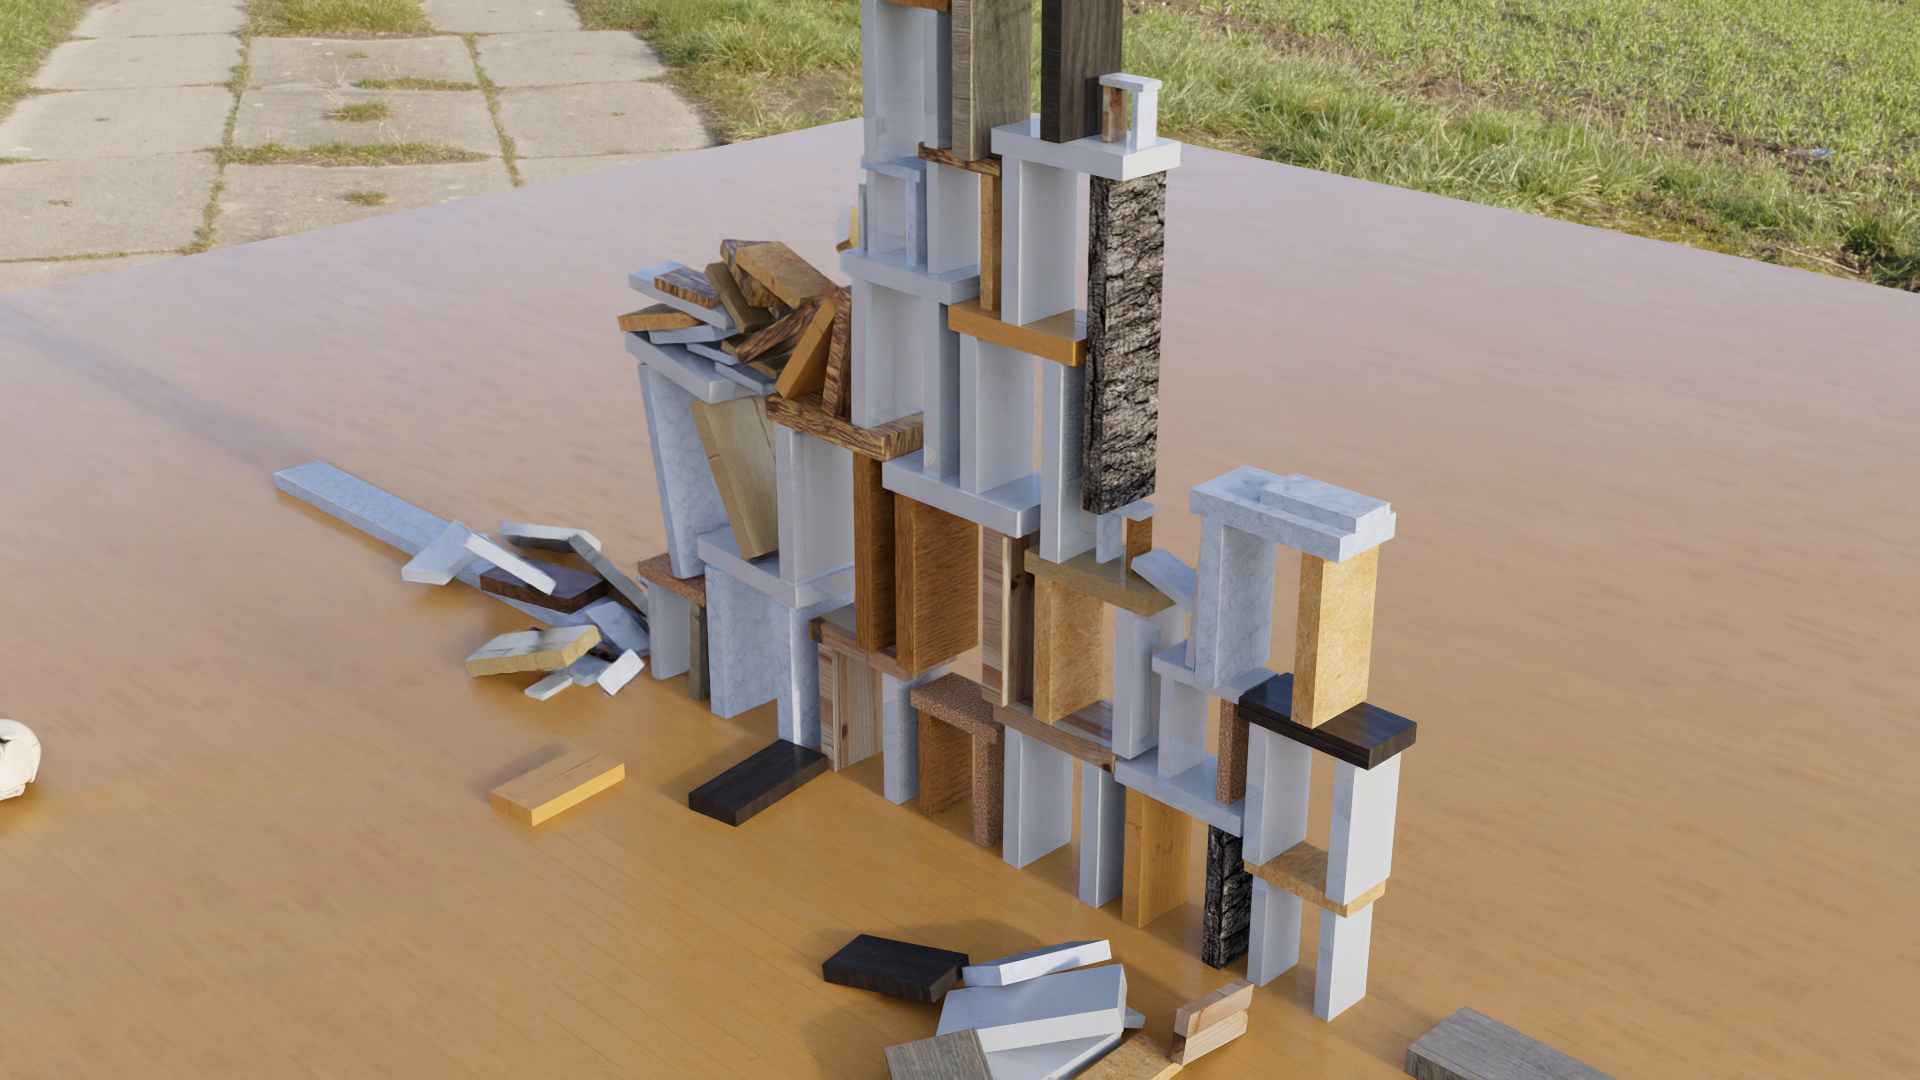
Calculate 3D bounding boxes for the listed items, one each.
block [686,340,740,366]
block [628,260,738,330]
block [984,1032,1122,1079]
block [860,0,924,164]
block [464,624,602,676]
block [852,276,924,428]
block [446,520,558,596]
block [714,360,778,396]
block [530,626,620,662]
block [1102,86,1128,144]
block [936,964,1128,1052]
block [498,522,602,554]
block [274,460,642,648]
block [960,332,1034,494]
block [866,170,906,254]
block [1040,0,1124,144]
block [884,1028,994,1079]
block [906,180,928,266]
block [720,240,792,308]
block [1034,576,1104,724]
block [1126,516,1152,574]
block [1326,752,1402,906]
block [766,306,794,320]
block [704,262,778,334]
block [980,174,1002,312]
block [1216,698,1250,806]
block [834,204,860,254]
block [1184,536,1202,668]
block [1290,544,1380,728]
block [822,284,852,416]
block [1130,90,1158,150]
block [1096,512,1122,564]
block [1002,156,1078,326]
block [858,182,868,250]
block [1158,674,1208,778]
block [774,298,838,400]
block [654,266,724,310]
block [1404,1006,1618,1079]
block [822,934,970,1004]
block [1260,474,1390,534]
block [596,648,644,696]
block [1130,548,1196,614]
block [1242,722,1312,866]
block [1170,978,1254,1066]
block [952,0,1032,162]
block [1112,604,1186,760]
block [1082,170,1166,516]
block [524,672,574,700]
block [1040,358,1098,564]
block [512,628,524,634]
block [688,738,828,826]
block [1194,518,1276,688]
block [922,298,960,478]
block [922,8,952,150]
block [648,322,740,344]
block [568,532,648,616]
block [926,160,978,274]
[{"bbox_3d":[-0.496,-0.402,4.623,0.080,0.023,0.159,-19,28,-38],"label":"block"},{"bbox_3d":[-0.549,-0.515,4.612,0.321,0.033,0.116,26,37,38],"label":"block"},{"bbox_3d":[0.129,0.867,3.674,0.292,0.034,0.118,-21,31,-41],"label":"block"},{"bbox_3d":[-0.121,-0.842,3.997,0.121,0.296,0.034,-21,30,-40],"label":"block"},{"bbox_3d":[-0.971,0.251,4.996,0.282,0.040,0.141,-7,20,29],"label":"block"},{"bbox_3d":[-0.139,-0.374,4.223,0.148,0.296,0.042,-21,32,-40],"label":"block"},{"bbox_3d":[-1.083,0.041,5.202,0.252,0.036,0.126,35,-5,-36],"label":"block"},{"bbox_3d":[-0.428,-0.345,4.562,0.080,0.023,0.159,-20,35,-39],"label":"block"},{"bbox_3d":[-0.885,0.248,5.114,0.268,0.017,0.061,15,-8,32],"label":"block"},{"bbox_3d":[0.257,-0.709,3.647,0.013,0.095,0.047,21,31,40],"label":"block"},{"bbox_3d":[0.123,0.795,3.715,0.310,0.044,0.155,-11,15,10],"label":"block"},{"bbox_3d":[-1.052,-0.004,5.644,0.232,0.033,0.116,6,-16,13],"label":"block"},{"bbox_3d":[-1.328,0.015,5.674,1.471,0.040,0.141,21,31,40],"label":"block"},{"bbox_3d":[0.068,-0.249,4.042,0.043,0.302,0.151,21,31,41],"label":"block"},{"bbox_3d":[-0.137,-0.620,4.112,0.079,0.158,0.022,-21,31,-40],"label":"block"},{"bbox_3d":[0.203,-0.825,3.647,0.044,0.308,0.154,21,31,40],"label":"block"},{"bbox_3d":[-0.014,0.910,3.503,0.155,0.044,0.310,-11,29,-8],"label":"block"},{"bbox_3d":[-0.061,-0.590,4.044,0.022,0.158,0.079,21,31,40],"label":"block"},{"bbox_3d":[-0.405,-0.544,4.483,0.109,0.031,0.219,-1,36,-25],"label":"block"},{"bbox_3d":[0.202,0.182,4.083,0.041,0.291,0.145,21,31,40],"label":"block"},{"bbox_3d":[0.317,0.004,3.892,0.015,0.104,0.052,21,31,40],"label":"block"},{"bbox_3d":[0.676,0.466,3.682,0.038,0.267,0.134,21,31,40],"label":"block"},{"bbox_3d":[-0.373,-0.494,4.471,0.063,0.018,0.162,-5,36,-30],"label":"block"},{"bbox_3d":[-0.445,-0.500,4.506,0.087,0.025,0.174,-14,60,-35],"label":"block"},{"bbox_3d":[0.083,-0.539,3.915,0.029,0.245,0.103,21,31,40],"label":"block"},{"bbox_3d":[0.493,0.353,3.836,0.028,0.200,0.100,21,31,41],"label":"block"},{"bbox_3d":[-0.204,-0.582,4.374,0.031,0.109,0.237,-27,23,11],"label":"block"},{"bbox_3d":[0.435,0.090,3.780,0.076,0.270,0.021,-20,35,-38],"label":"block"},{"bbox_3d":[0.616,0.143,3.613,0.152,0.304,0.043,-21,31,-40],"label":"block"},{"bbox_3d":[-0.191,-0.377,4.268,0.131,0.265,0.037,-21,44,-40],"label":"block"},{"bbox_3d":[0.302,-0.692,3.606,0.047,0.095,0.013,-21,31,-40],"label":"block"},{"bbox_3d":[0.268,-0.015,3.935,0.015,0.104,0.052,21,31,40],"label":"block"},{"bbox_3d":[0.139,-0.535,3.843,0.042,0.295,0.148,21,31,40],"label":"block"},{"bbox_3d":[-0.159,-0.612,4.134,0.063,0.126,0.018,-13,27,-28],"label":"block"},{"bbox_3d":[0.399,0.316,3.923,0.100,0.200,0.028,-21,31,-41],"label":"block"},{"bbox_3d":[-0.259,-0.386,4.336,0.131,0.261,0.037,-21,68,-40],"label":"block"},{"bbox_3d":[-0.545,-0.524,4.569,0.174,0.025,0.087,24,36,35],"label":"block"},{"bbox_3d":[1.319,1.044,3.238,0.173,0.049,1.461,-21,31,-41],"label":"block"},{"bbox_3d":[-0.113,0.756,3.883,0.237,0.034,0.118,3,21,35],"label":"block"},{"bbox_3d":[0.590,-0.060,3.557,0.187,0.027,0.094,21,31,40],"label":"block"},{"bbox_3d":[-0.763,0.297,4.939,0.104,0.052,0.015,-44,13,-20],"label":"block"},{"bbox_3d":[0.378,0.070,3.846,0.076,0.021,0.151,-19,44,-39],"label":"block"},{"bbox_3d":[0.550,0.417,3.797,0.038,0.267,0.134,21,31,40],"label":"block"},{"bbox_3d":[0.424,0.808,3.696,0.027,0.094,0.187,19,20,38],"label":"block"},{"bbox_3d":[0.055,-0.852,3.791,0.044,0.370,0.154,21,31,39],"label":"block"},{"bbox_3d":[0.340,0.235,3.958,0.041,0.291,0.145,21,31,40],"label":"block"},{"bbox_3d":[0.281,-0.343,3.775,0.042,0.596,0.148,21,31,40],"label":"block"},{"bbox_3d":[-0.927,0.330,4.964,0.052,0.015,0.103,13,26,28],"label":"block"},{"bbox_3d":[0.212,-0.158,3.924,0.043,0.377,0.151,21,31,40],"label":"block"},{"bbox_3d":[-1.018,0.247,5.137,0.061,0.017,0.122,-35,39,-31],"label":"block"},{"bbox_3d":[-0.415,0.499,4.540,0.126,0.036,0.291,16,28,33],"label":"block"},{"bbox_3d":[0.471,0.086,3.747,0.043,0.304,0.152,21,31,40],"label":"block"},{"bbox_3d":[-0.001,-0.298,4.106,0.042,0.343,0.148,22,31,41],"label":"block"},{"bbox_3d":[-0.008,-0.821,3.882,0.121,0.242,0.034,-20,30,-39],"label":"block"},{"bbox_3d":[-0.543,-0.449,4.650,0.118,0.034,0.237,-24,18,-38],"label":"block"},{"bbox_3d":[-0.798,0.122,5.332,0.034,0.118,0.561,-49,37,-5],"label":"block"},{"bbox_3d":[-0.013,-0.595,3.995,0.029,0.205,0.103,21,31,40],"label":"block"}]
